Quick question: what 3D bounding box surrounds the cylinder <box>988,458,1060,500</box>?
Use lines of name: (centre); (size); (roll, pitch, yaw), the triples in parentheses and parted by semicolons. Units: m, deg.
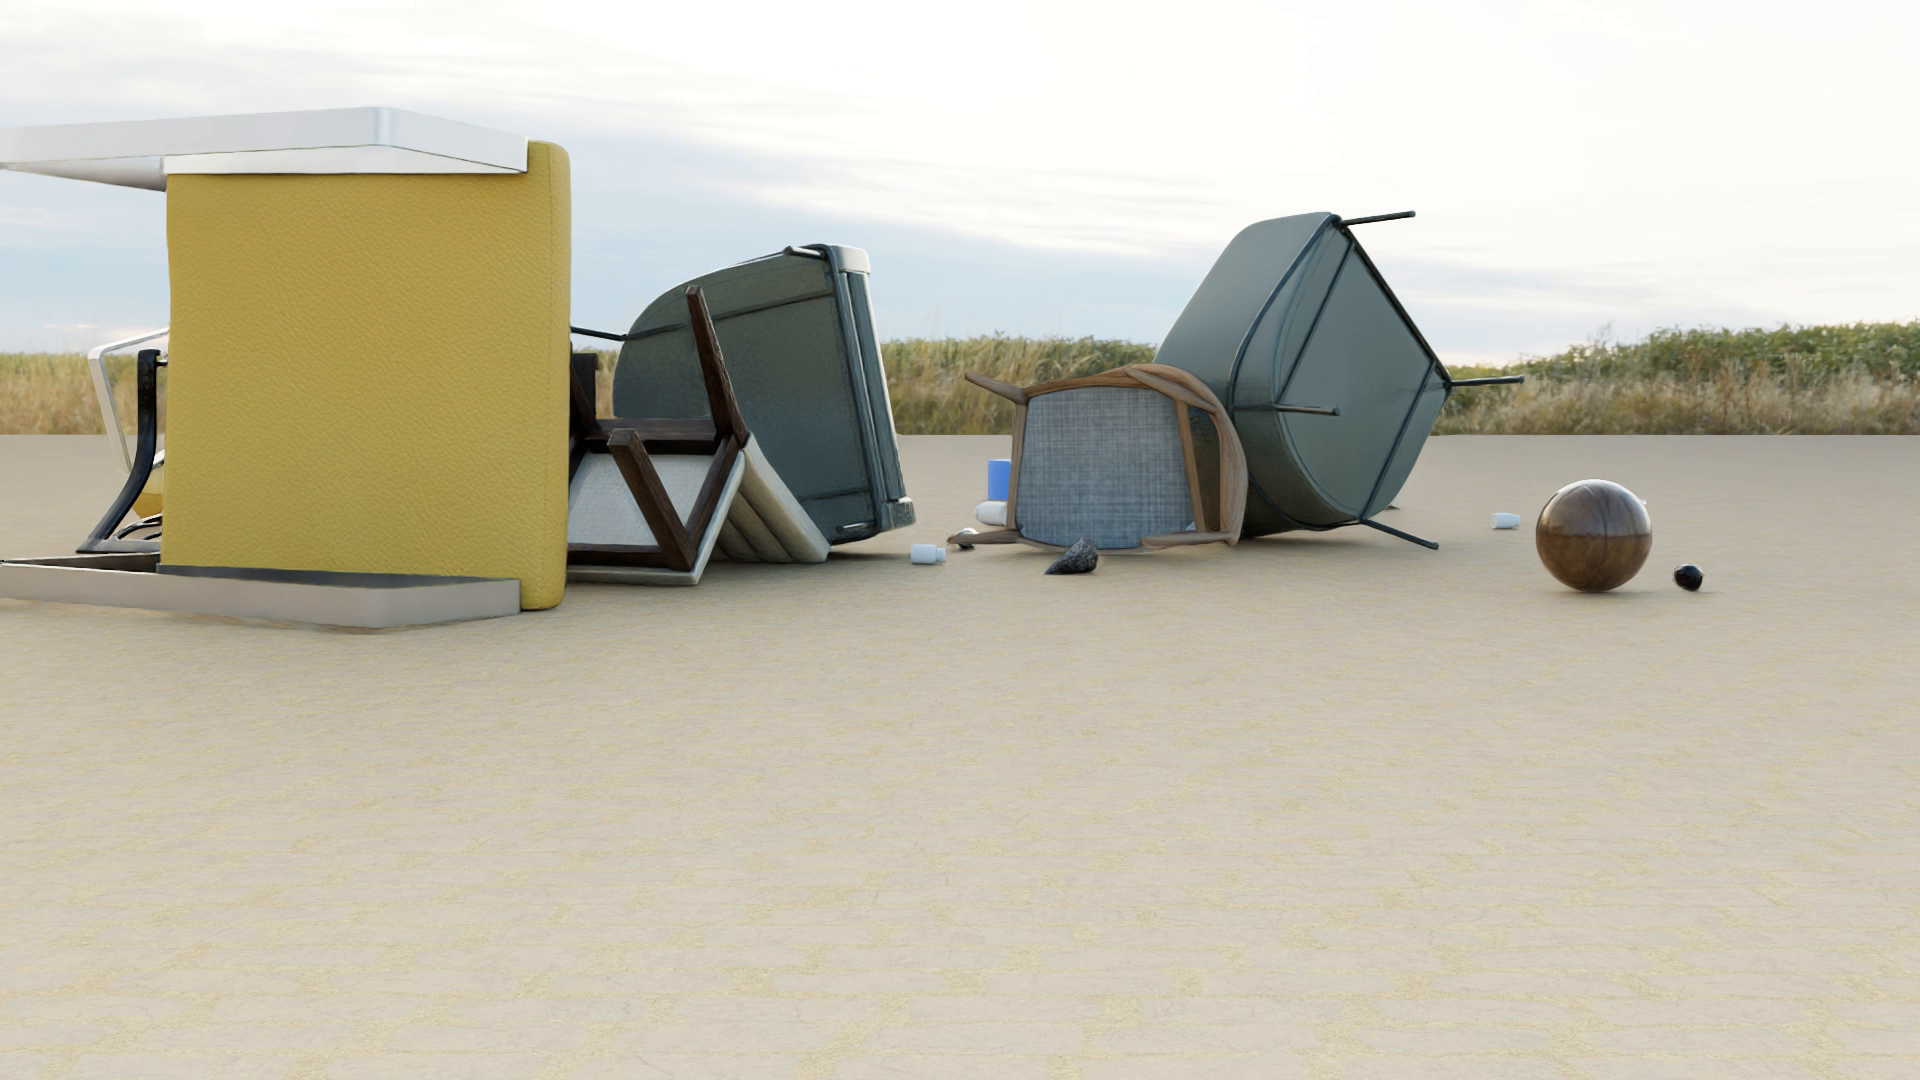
cylinder: (0.263, -0.251, 9.060); (0.298, 0.157, 0.318); (0, 4, -6)

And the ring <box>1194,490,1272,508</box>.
ring: (1.041, -0.155, 8.376); (0.352, 0.060, 0.218); (-2, 5, -34)

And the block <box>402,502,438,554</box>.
block: (-1.487, -0.035, 6.063); (0.070, 0.126, 0.124); (-9, 5, -9)

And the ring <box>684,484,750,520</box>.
ring: (-0.836, -0.132, 7.572); (0.244, 0.127, 0.186); (-1, 2, -36)

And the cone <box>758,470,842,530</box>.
cone: (-0.484, -0.079, 7.001); (0.256, 0.199, 0.256); (23, -9, 8)

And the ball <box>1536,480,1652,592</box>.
ball: (1.400, -0.009, 4.858); (0.250, 0.250, 0.250); (0, 4, 0)

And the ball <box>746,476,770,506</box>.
ball: (-0.772, -0.188, 8.475); (0.112, 0.112, 0.112); (0, 4, 0)
